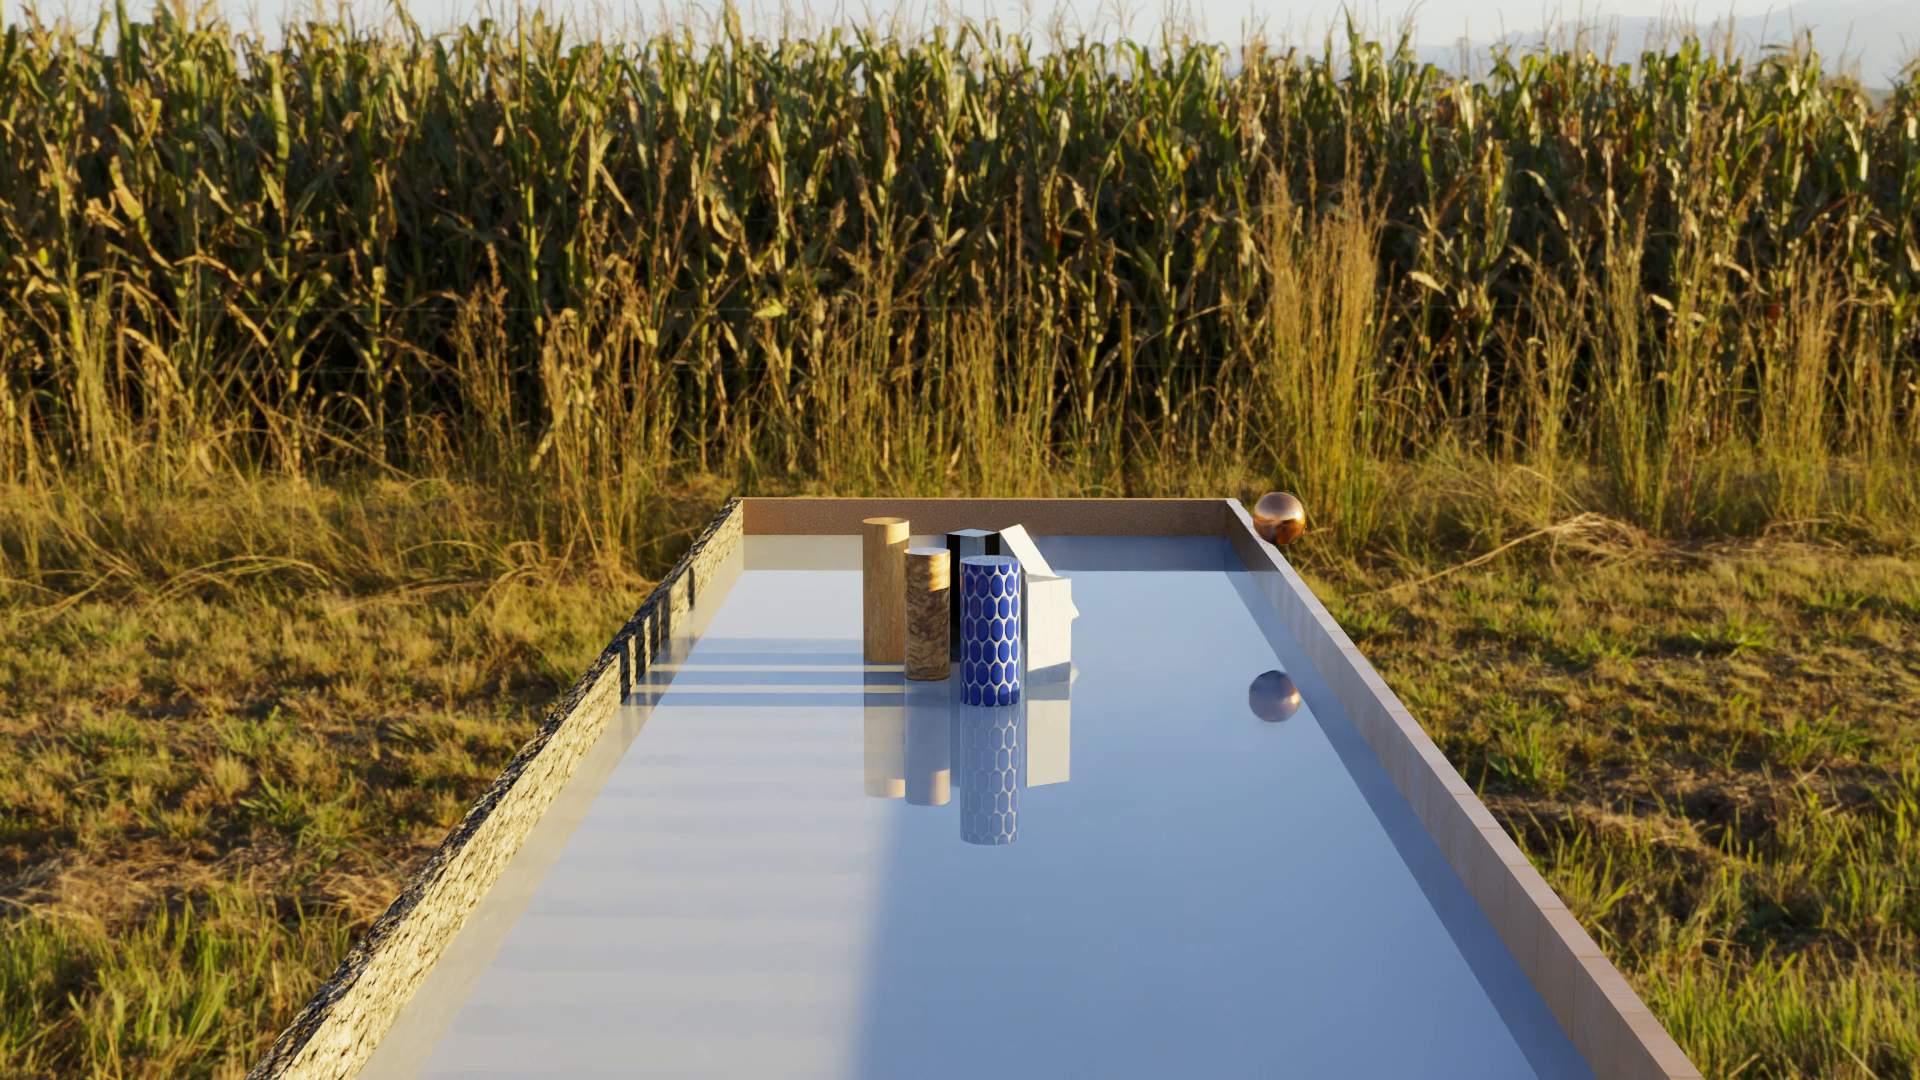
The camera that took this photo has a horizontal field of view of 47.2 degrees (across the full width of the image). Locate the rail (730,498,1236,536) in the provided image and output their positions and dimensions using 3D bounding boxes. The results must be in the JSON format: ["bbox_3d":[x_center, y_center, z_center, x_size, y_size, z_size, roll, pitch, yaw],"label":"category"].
[{"bbox_3d":[0.099,-0.098,9.147,2.100,0.150,0.050,0,9,1],"label":"rail"}]

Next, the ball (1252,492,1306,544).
[{"bbox_3d":[1.085,-0.074,7.489,0.181,0.181,0.181,0,9,0],"label":"ball"}]

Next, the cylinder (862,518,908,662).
[{"bbox_3d":[-0.225,0.151,6.699,0.141,0.424,0.141,0,9,0],"label":"cylinder"}]

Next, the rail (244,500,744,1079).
[{"bbox_3d":[-1.004,0.839,3.234,0.050,0.150,12.000,0,9,1],"label":"rail"}]

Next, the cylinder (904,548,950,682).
[{"bbox_3d":[-0.096,0.217,6.444,0.135,0.374,0.135,0,9,0],"label":"cylinder"}]

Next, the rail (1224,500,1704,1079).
[{"bbox_3d":[1.046,0.843,3.208,0.050,0.150,12.000,0,9,1],"label":"rail"}]

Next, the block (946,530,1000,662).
[{"bbox_3d":[0.040,0.172,6.680,0.115,0.391,0.115,7,11,37],"label":"block"}]

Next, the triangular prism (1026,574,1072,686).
[{"bbox_3d":[0.226,0.257,6.422,0.150,0.301,0.130,-5,10,-28],"label":"triangular prism"}]

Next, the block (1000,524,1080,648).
[{"bbox_3d":[0.195,0.146,6.915,0.156,0.343,0.156,-37,-8,26],"label":"block"}]

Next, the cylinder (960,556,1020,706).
[{"bbox_3d":[0.084,0.253,6.145,0.169,0.397,0.169,0,9,0],"label":"cylinder"}]
